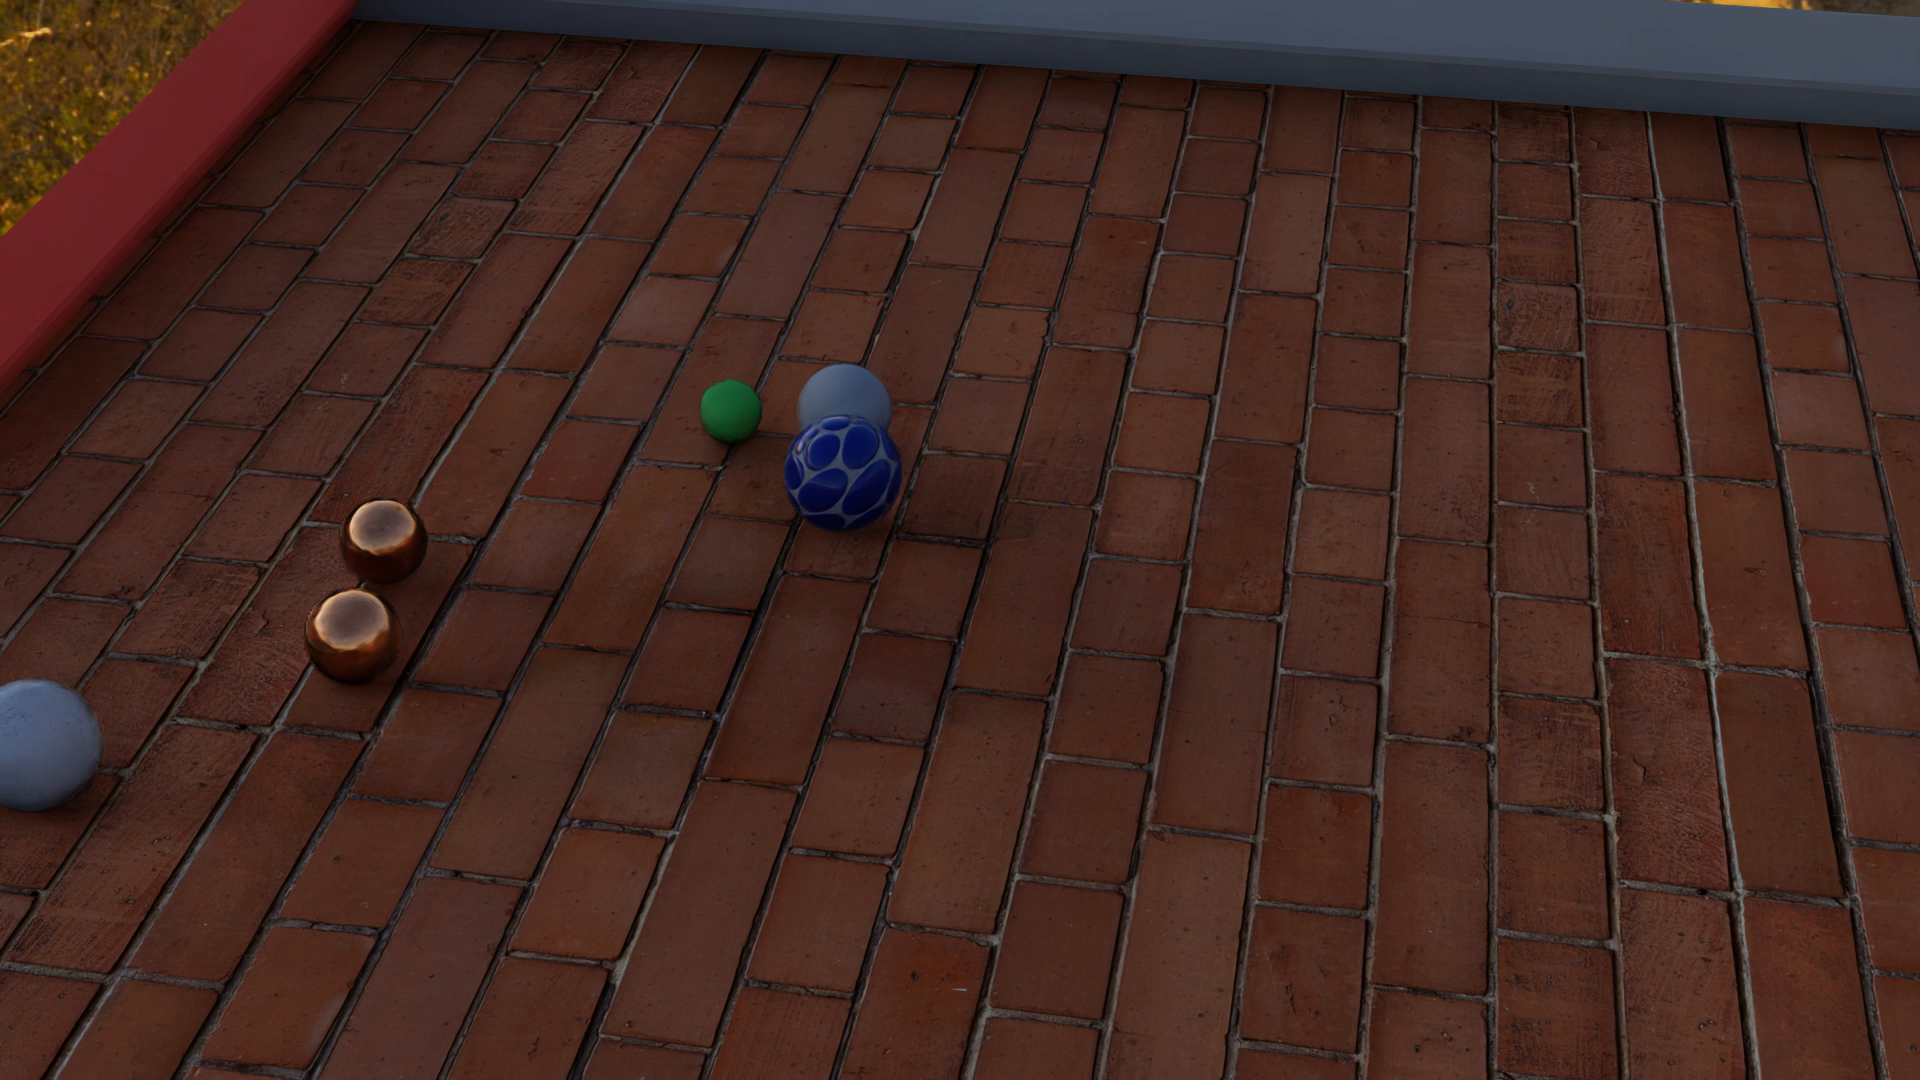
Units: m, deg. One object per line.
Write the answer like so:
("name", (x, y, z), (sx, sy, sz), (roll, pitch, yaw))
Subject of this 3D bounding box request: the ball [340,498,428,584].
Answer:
("ball", (-0.435, 0.001, 1.936), (0.065, 0.065, 0.065), (0, 34, 0))

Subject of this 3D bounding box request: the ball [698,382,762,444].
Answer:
("ball", (-0.188, -0.104, 2.102), (0.051, 0.051, 0.051), (0, 34, 0))

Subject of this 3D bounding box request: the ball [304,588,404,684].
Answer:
("ball", (-0.433, 0.069, 1.834), (0.069, 0.069, 0.069), (0, 34, 0))

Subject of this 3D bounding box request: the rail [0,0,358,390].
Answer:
("rail", (-0.815, -0.098, 2.032), (0.045, 0.119, 1.893), (6, 35, 8))

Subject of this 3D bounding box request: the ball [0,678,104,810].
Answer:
("ball", (-0.620, 0.137, 1.717), (0.088, 0.088, 0.088), (0, 34, 0))

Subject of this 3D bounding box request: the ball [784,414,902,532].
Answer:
("ball", (-0.090, -0.052, 1.990), (0.091, 0.091, 0.091), (0, 34, 0))

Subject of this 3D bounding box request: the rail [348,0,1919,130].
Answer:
("rail", (0.996, -0.450, 2.546), (3.405, 0.119, 0.045), (6, 35, 8))

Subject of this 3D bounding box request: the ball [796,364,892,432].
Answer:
("ball", (-0.094, -0.104, 2.079), (0.077, 0.077, 0.077), (0, 34, 0))
